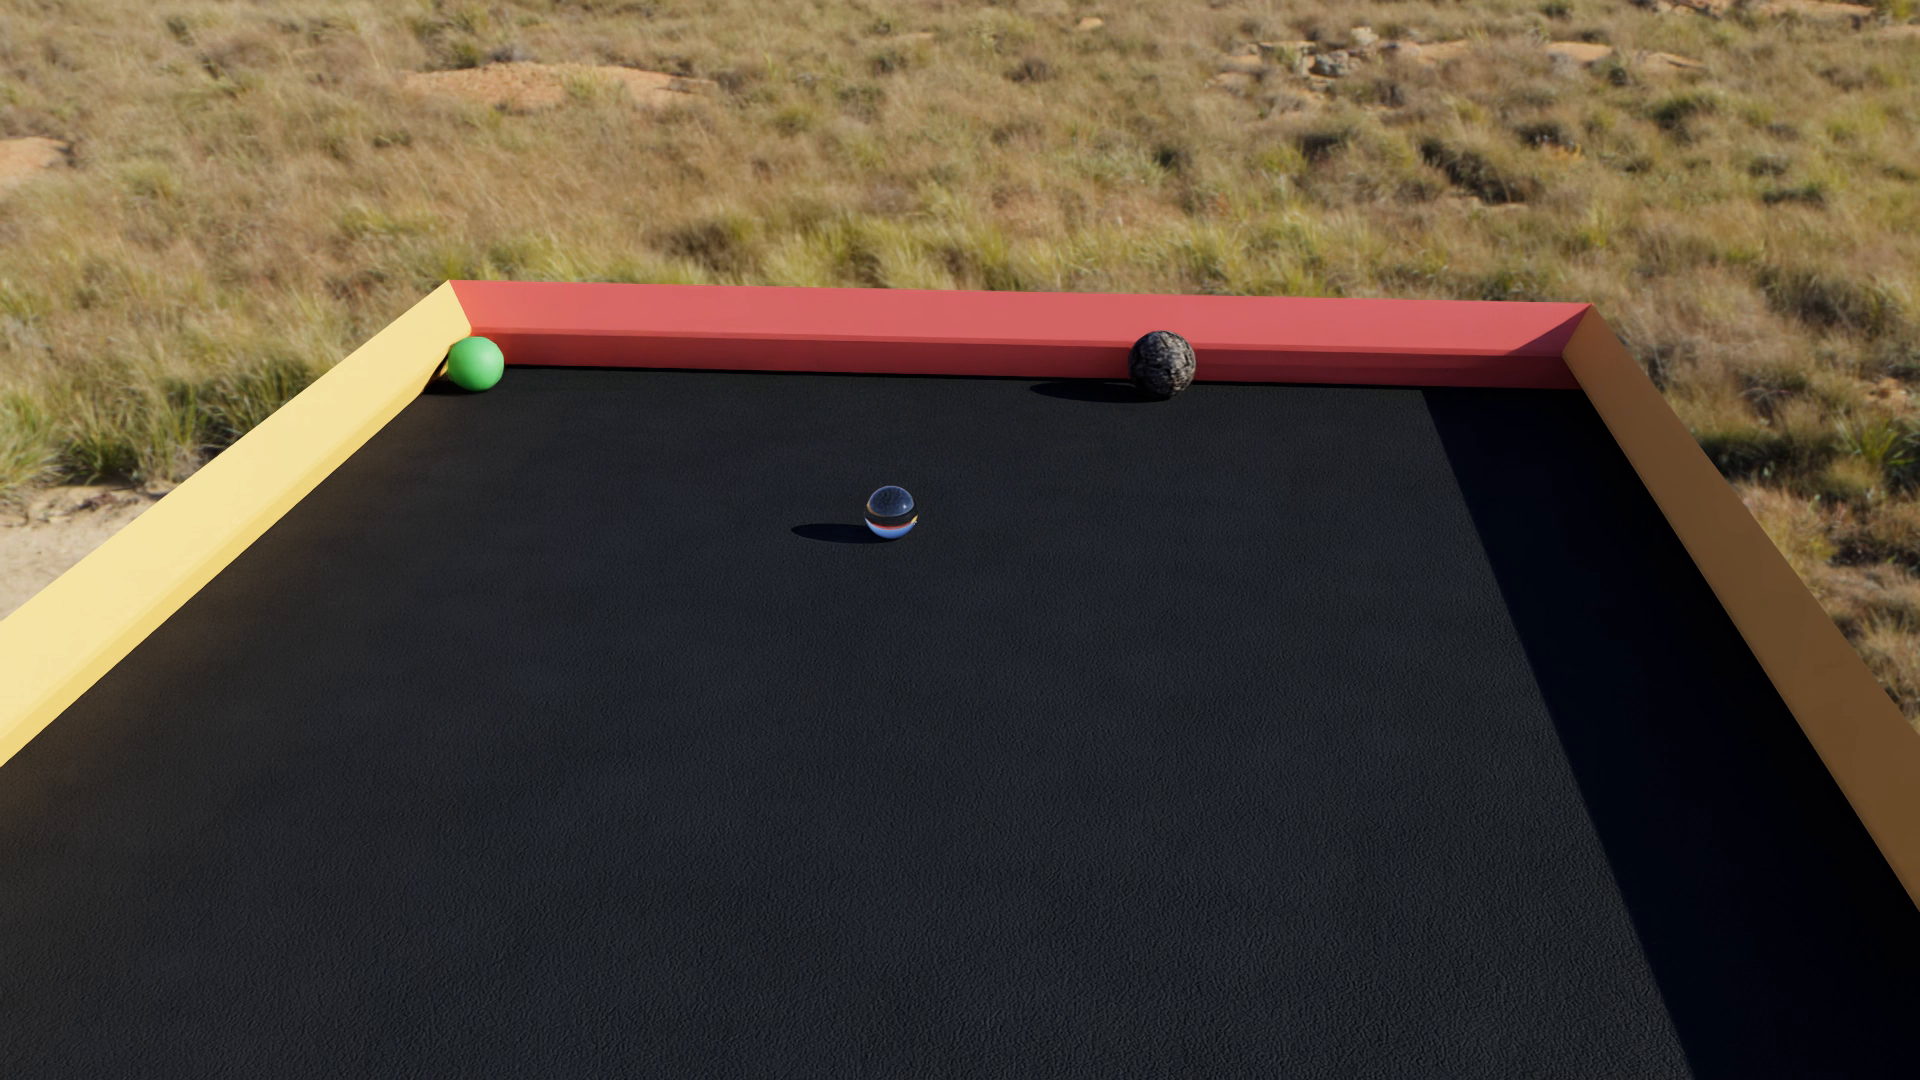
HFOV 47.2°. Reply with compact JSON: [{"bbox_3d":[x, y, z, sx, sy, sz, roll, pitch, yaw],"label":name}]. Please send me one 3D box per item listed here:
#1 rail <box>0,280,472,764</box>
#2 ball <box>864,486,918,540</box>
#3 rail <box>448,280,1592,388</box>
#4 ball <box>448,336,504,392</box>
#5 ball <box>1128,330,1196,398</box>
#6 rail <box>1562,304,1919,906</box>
[{"bbox_3d":[-0.892,0.237,1.783,0.045,0.127,3.322,2,20,5],"label":"rail"},{"bbox_3d":[-0.082,-0.033,2.616,0.064,0.064,0.064,0,20,0],"label":"ball"},{"bbox_3d":[0.069,-0.299,3.248,1.696,0.127,0.045,2,20,5],"label":"rail"},{"bbox_3d":[-0.705,-0.256,3.202,0.082,0.082,0.082,0,20,0],"label":"ball"},{"bbox_3d":[0.290,-0.253,3.168,0.098,0.098,0.098,0,20,0],"label":"ball"},{"bbox_3d":[0.750,0.286,1.650,0.045,0.127,3.322,2,20,5],"label":"rail"}]
